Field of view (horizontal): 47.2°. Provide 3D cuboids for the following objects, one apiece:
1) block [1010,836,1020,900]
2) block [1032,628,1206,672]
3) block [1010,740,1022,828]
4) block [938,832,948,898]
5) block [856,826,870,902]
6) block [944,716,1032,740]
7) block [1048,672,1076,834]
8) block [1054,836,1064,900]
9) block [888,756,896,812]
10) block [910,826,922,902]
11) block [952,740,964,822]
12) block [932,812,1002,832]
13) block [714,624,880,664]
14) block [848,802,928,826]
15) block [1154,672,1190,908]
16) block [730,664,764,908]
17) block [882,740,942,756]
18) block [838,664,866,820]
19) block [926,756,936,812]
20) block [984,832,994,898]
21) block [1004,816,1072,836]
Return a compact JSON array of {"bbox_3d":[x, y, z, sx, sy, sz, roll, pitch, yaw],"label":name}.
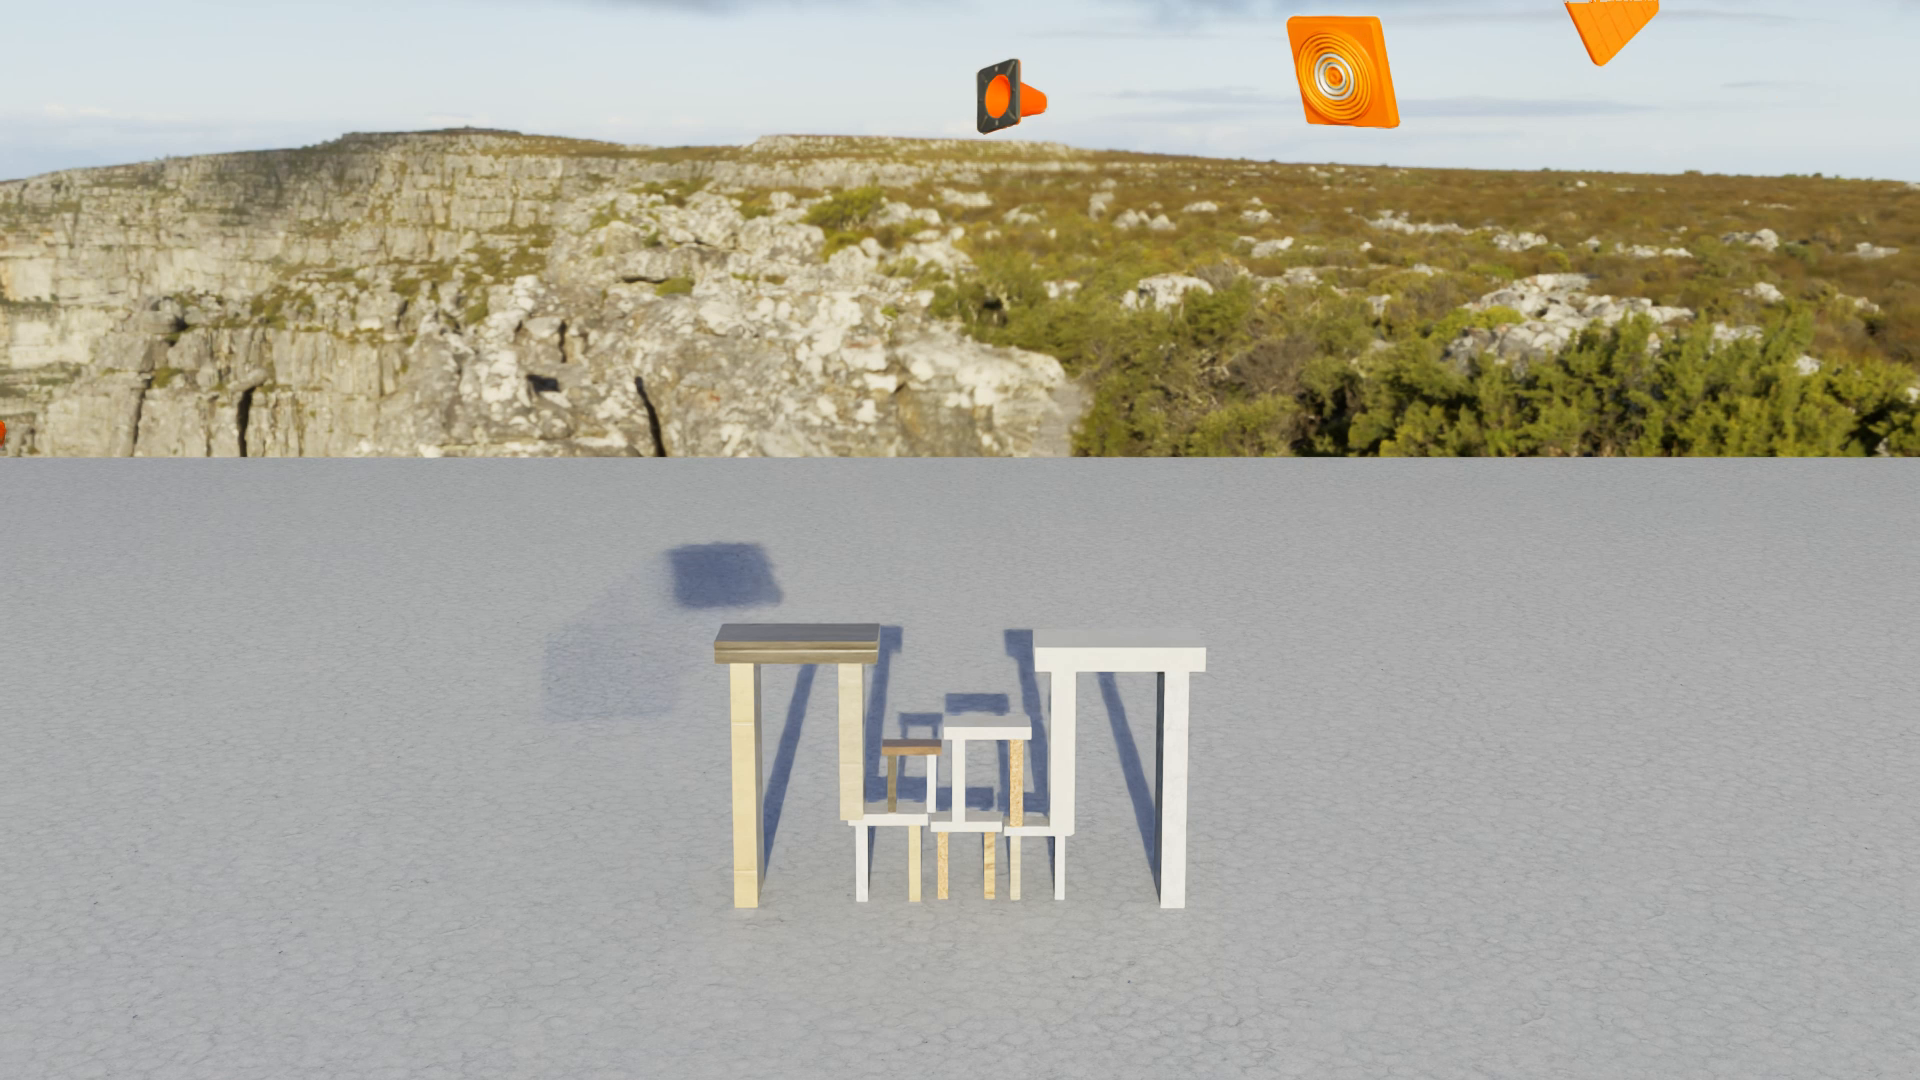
[{"bbox_3d":[0.092,0.536,3.658,0.016,0.110,0.055,0,11,0],"label":"block"},{"bbox_3d":[0.258,0.179,3.594,0.273,0.039,0.136,0,11,0],"label":"block"},{"bbox_3d":[0.093,0.392,3.638,0.020,0.149,0.071,0,11,0],"label":"block"},{"bbox_3d":[-0.028,0.532,3.662,0.016,0.116,0.058,0,11,0],"label":"block"},{"bbox_3d":[-0.161,0.527,3.653,0.018,0.131,0.065,0,11,0],"label":"block"},{"bbox_3d":[0.045,0.309,3.622,0.142,0.020,0.071,0,11,0],"label":"block"},{"bbox_3d":[0.167,0.332,3.622,0.039,0.273,0.136,0,10,0],"label":"block"},{"bbox_3d":[0.165,0.536,3.658,0.016,0.110,0.055,0,11,0],"label":"block"},{"bbox_3d":[-0.112,0.396,3.632,0.014,0.097,0.049,0,10,0],"label":"block"},{"bbox_3d":[-0.074,0.527,3.653,0.018,0.131,0.065,0,11,0],"label":"block"},{"bbox_3d":[-0.002,0.389,3.637,0.020,0.142,0.071,0,11,0],"label":"block"},{"bbox_3d":[0.010,0.467,3.650,0.116,0.016,0.058,0,11,0],"label":"block"},{"bbox_3d":[-0.263,0.169,3.591,0.261,0.037,0.131,0,11,0],"label":"block"},{"bbox_3d":[-0.118,0.453,3.639,0.131,0.018,0.065,0,10,0],"label":"block"},{"bbox_3d":[0.349,0.394,3.633,0.039,0.398,0.136,0,11,0],"label":"block"},{"bbox_3d":[-0.351,0.388,3.631,0.037,0.410,0.131,0,11,0],"label":"block"},{"bbox_3d":[-0.079,0.341,3.623,0.097,0.014,0.049,0,10,0],"label":"block"},{"bbox_3d":[-0.176,0.315,3.617,0.037,0.261,0.131,0,10,0],"label":"block"},{"bbox_3d":[-0.047,0.396,3.633,0.014,0.097,0.049,1,10,0],"label":"block"},{"bbox_3d":[0.049,0.532,3.662,0.016,0.116,0.058,0,11,0],"label":"block"},{"bbox_3d":[0.128,0.475,3.647,0.110,0.016,0.055,0,10,0],"label":"block"}]
